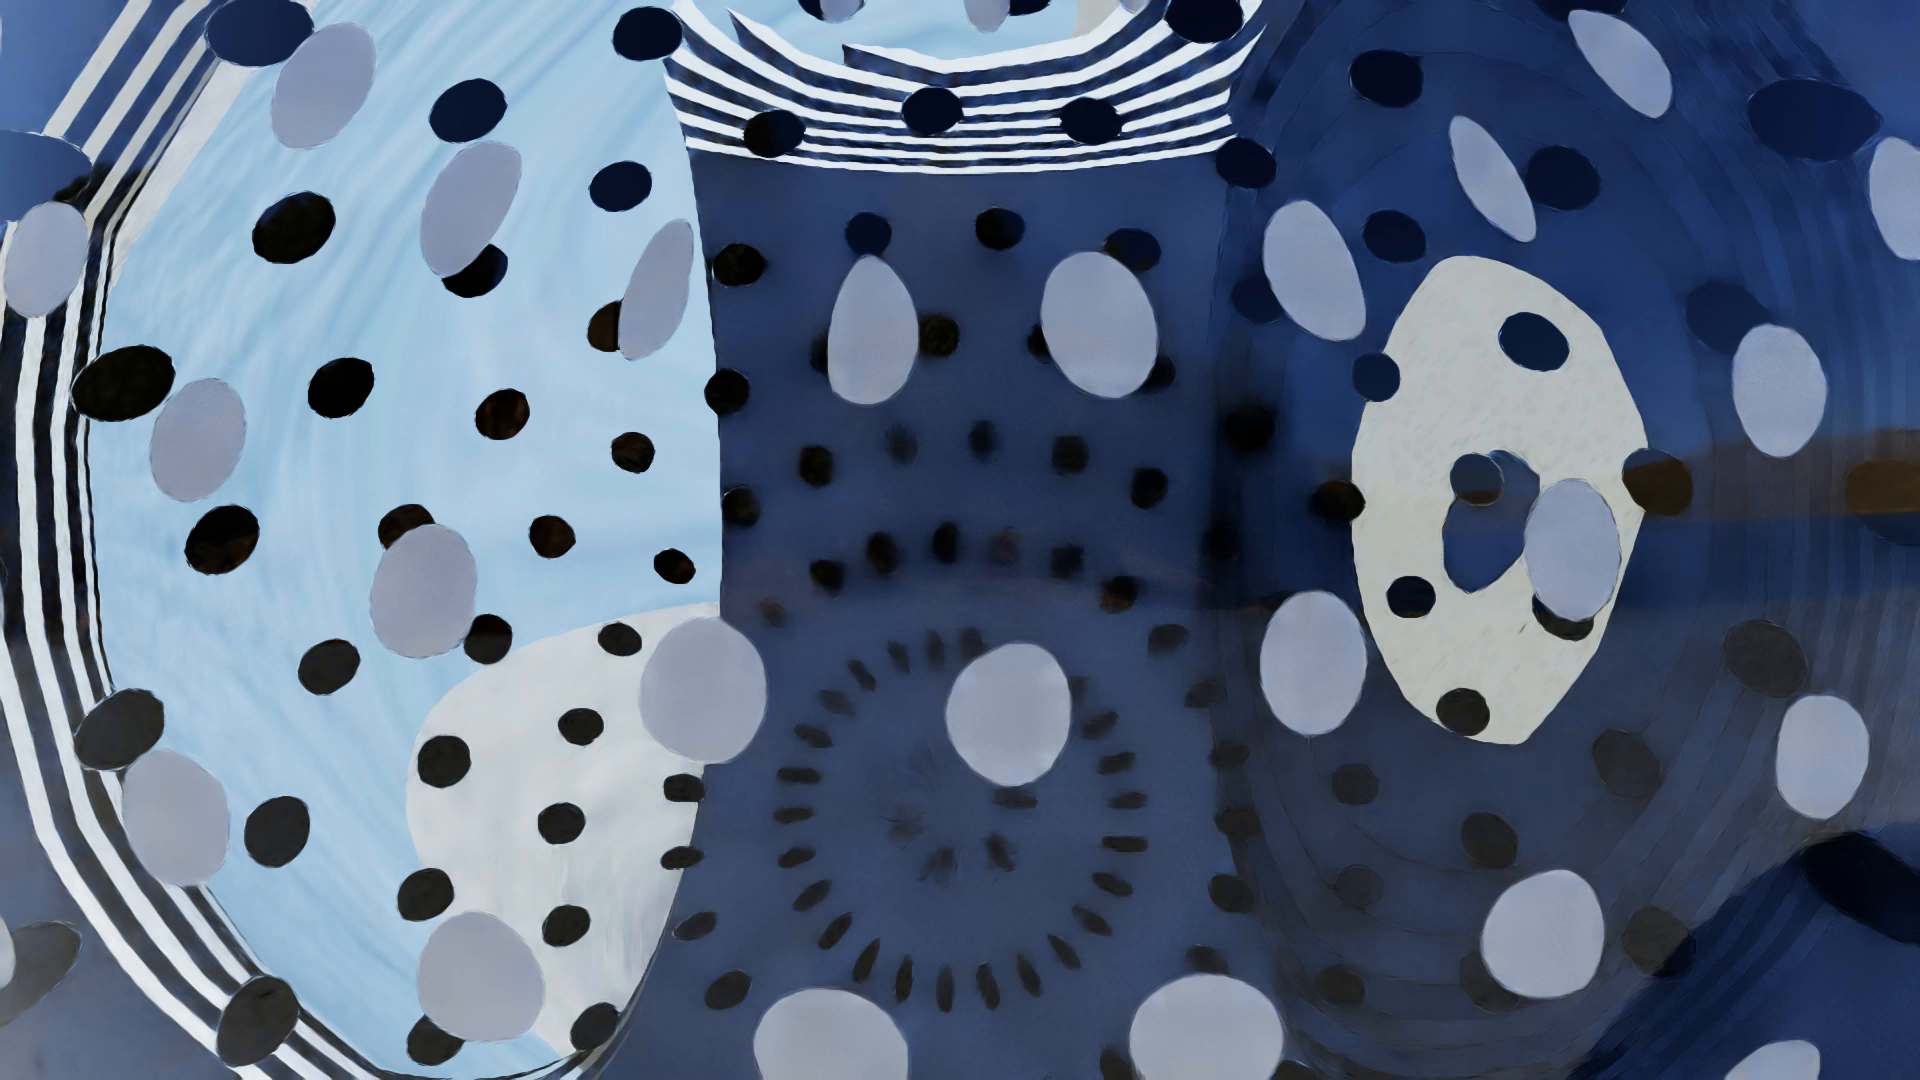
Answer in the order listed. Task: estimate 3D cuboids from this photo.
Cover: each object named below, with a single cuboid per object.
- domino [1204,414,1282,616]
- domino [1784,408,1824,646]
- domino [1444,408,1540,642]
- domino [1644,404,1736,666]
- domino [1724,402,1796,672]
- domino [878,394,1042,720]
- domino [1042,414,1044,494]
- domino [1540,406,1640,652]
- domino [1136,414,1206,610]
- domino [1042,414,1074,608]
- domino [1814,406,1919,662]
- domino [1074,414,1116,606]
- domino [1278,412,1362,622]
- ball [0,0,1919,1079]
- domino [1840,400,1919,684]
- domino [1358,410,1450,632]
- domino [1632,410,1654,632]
[{"bbox_3d":[0.073,-0.007,0.329,0.009,0.050,0.025,3,6,39],"label":"domino"},{"bbox_3d":[0.167,-0.003,0.271,0.025,0.050,0.009,-1,4,-12],"label":"domino"},{"bbox_3d":[0.119,-0.004,0.286,0.025,0.050,0.009,-4,6,-44],"label":"domino"},{"bbox_3d":[0.146,-0.002,0.257,0.009,0.050,0.025,1,5,19],"label":"domino"},{"bbox_3d":[0.156,-0.001,0.251,0.009,0.050,0.025,3,5,31],"label":"domino"},{"bbox_3d":[0.000,0.002,0.201,0.025,0.050,0.010,0,4,0],"label":"domino"},{"bbox_3d":[0.008,-0.007,0.325,0.025,0.050,0.009,1,5,19],"label":"domino"},{"bbox_3d":[0.133,-0.003,0.271,0.025,0.050,0.009,-4,6,-43],"label":"domino"},{"bbox_3d":[0.056,-0.008,0.341,0.009,0.050,0.025,2,5,30],"label":"domino"},{"bbox_3d":[0.018,-0.008,0.343,0.025,0.050,0.009,4,6,44],"label":"domino"},{"bbox_3d":[0.185,-0.002,0.262,0.009,0.050,0.025,1,4,9],"label":"domino"},{"bbox_3d":[0.037,-0.009,0.349,0.009,0.050,0.025,1,4,10],"label":"domino"},{"bbox_3d":[0.089,-0.006,0.315,0.010,0.050,0.025,4,6,42],"label":"domino"},{"bbox_3d":[0.000,-0.002,0.056,0.080,0.080,0.080,0,4,0],"label":"ball"},{"bbox_3d":[0.172,0.000,0.239,0.009,0.050,0.025,3,5,30],"label":"domino"},{"bbox_3d":[0.104,-0.005,0.301,0.009,0.050,0.025,4,6,44],"label":"domino"},{"bbox_3d":[0.166,-0.004,0.290,0.025,0.050,0.009,1,4,12],"label":"domino"}]
